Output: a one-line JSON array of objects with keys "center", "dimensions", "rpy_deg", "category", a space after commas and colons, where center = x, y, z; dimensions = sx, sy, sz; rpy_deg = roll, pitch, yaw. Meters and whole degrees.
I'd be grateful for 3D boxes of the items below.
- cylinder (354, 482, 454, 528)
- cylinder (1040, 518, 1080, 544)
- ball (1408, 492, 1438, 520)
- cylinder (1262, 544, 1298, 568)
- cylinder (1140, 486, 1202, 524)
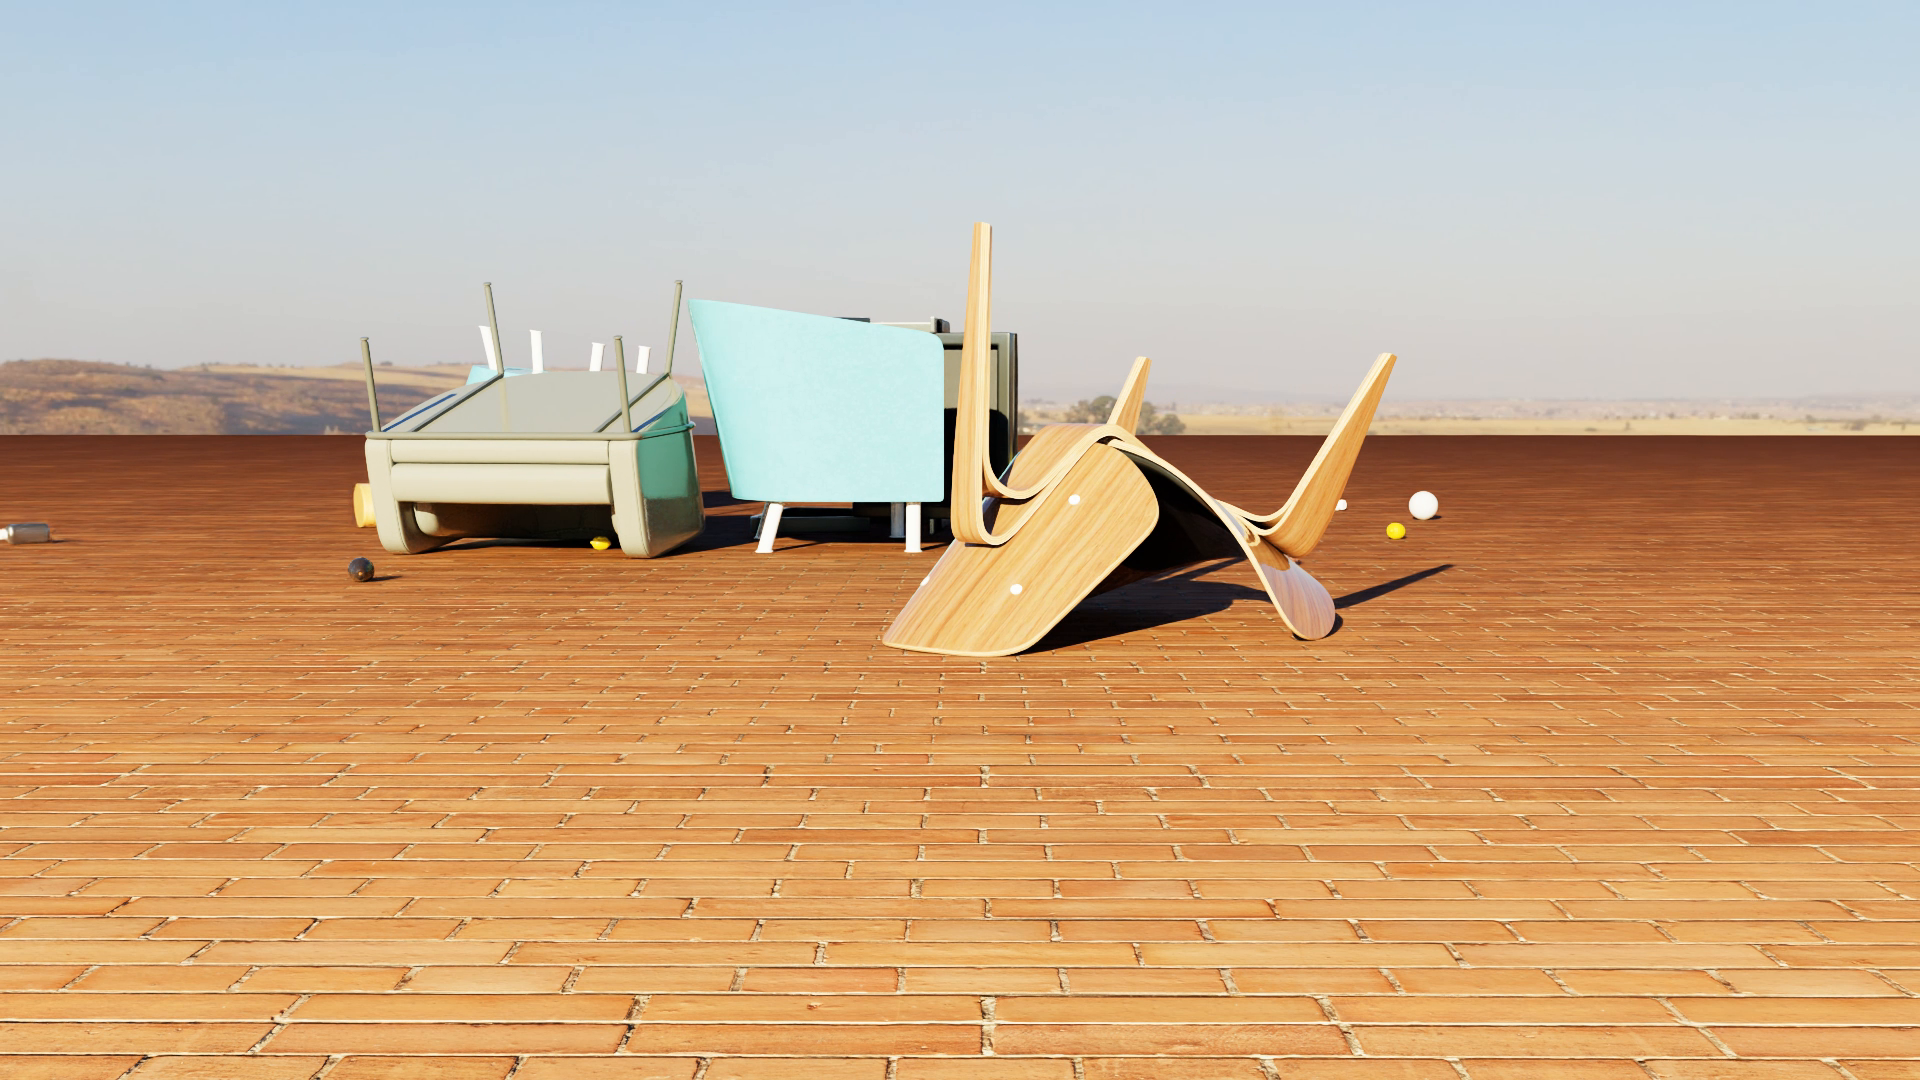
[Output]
[{"center": [-1.817, -0.116, 7.190], "dimensions": [0.290, 0.133, 0.173], "rpy_deg": [-2, 32, -26], "category": "cylinder"}, {"center": [0.290, -0.026, 6.399], "dimensions": [0.073, 0.070, 0.096], "rpy_deg": [3, 20, 38], "category": "cylinder"}, {"center": [1.591, -0.118, 7.547], "dimensions": [0.099, 0.099, 0.099], "rpy_deg": [0, 4, 0], "category": "ball"}, {"center": [0.813, 0.040, 5.583], "dimensions": [0.068, 0.051, 0.077], "rpy_deg": [22, 15, 30], "category": "cylinder"}, {"center": [0.710, -0.116, 7.396], "dimensions": [0.113, 0.116, 0.256], "rpy_deg": [-8, 6, -17], "category": "cylinder"}]
